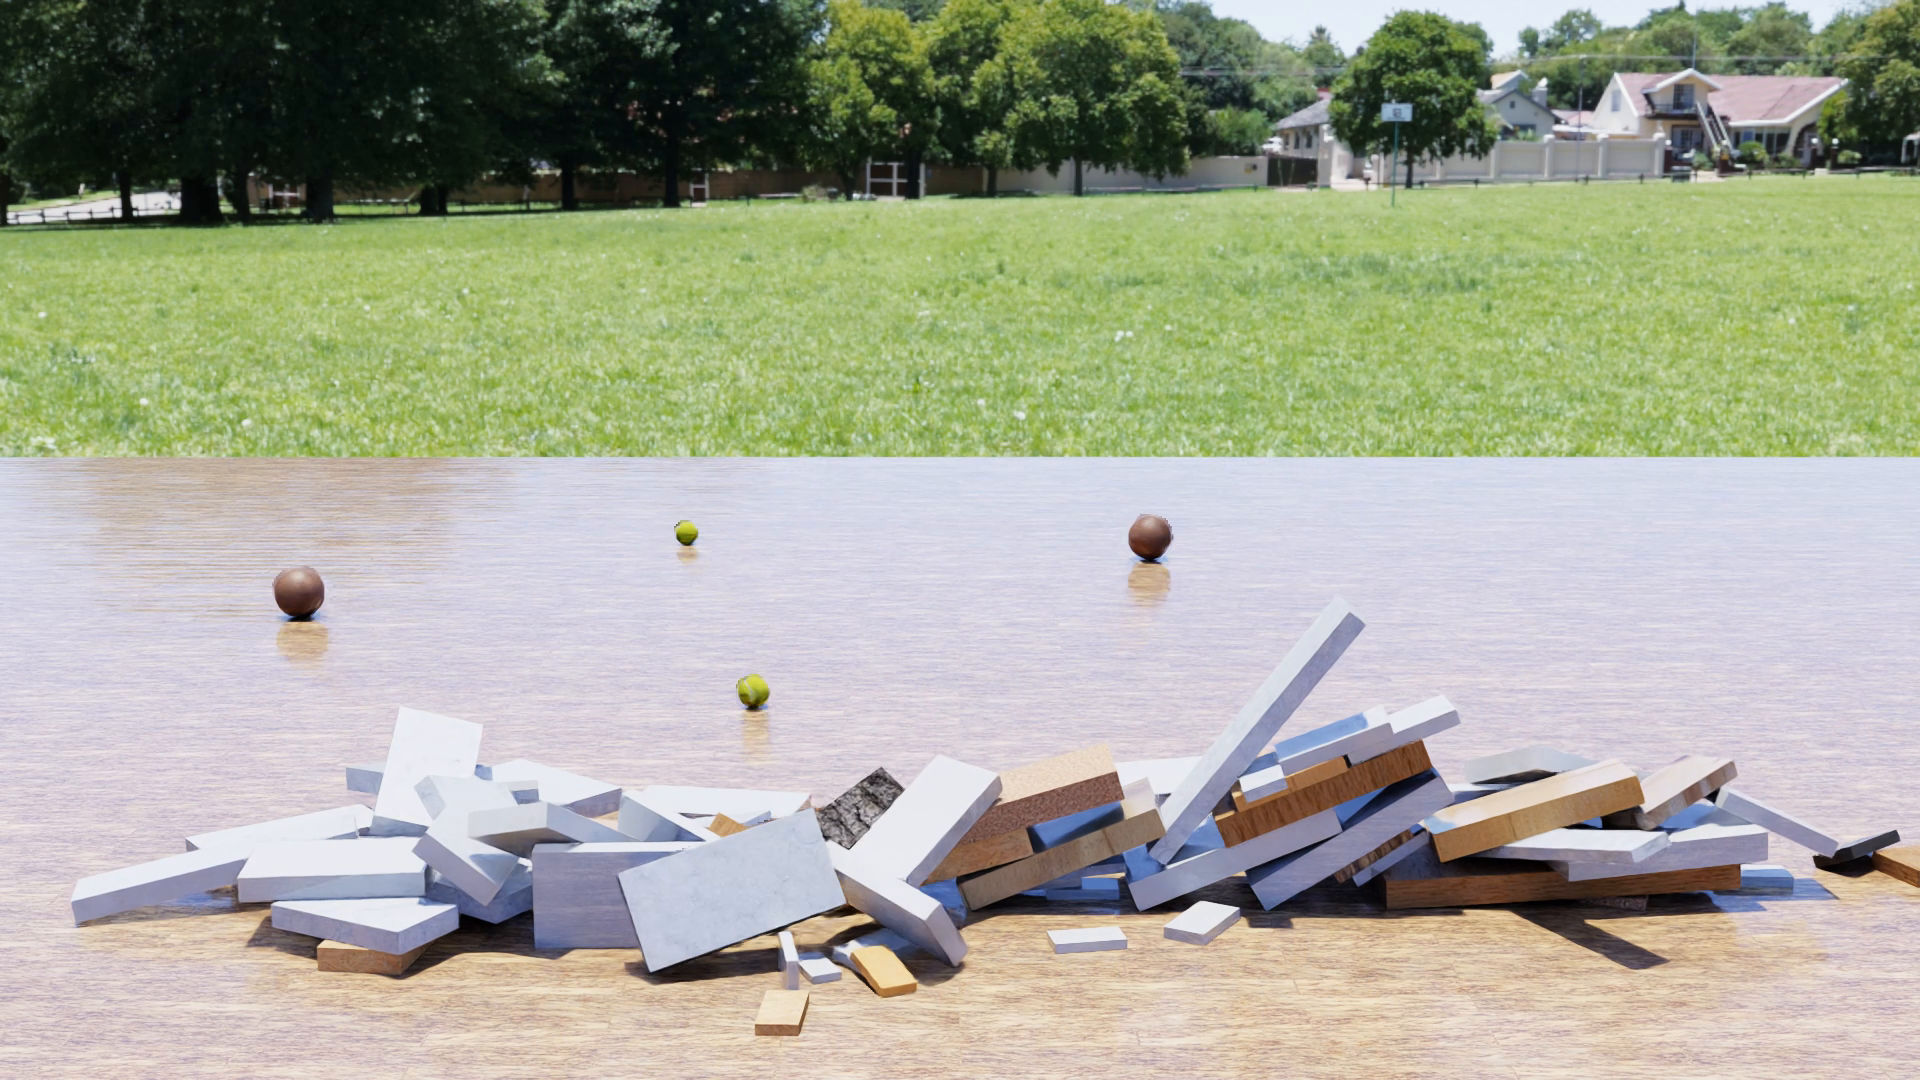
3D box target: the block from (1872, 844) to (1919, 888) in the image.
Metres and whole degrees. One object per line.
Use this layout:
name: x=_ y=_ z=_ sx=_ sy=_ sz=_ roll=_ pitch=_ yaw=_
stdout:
block: x=1.692 y=0.554 z=3.780 sx=0.213 sy=0.030 sz=0.107 roll=-4 pitch=11 yaw=-20

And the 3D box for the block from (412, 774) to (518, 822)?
block: x=-0.815 y=0.463 z=3.713 sx=0.035 sy=0.123 sz=0.247 roll=-39 pitch=-18 yaw=9

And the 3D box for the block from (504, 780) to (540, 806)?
block: x=-0.893 y=0.469 z=3.940 sx=0.273 sy=0.039 sz=0.136 roll=-4 pitch=1 yaw=-11

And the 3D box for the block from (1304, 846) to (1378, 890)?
block: x=0.625 y=0.525 z=3.657 sx=0.146 sy=0.021 sz=0.073 roll=-31 pitch=9 yaw=4

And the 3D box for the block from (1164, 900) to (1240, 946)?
block: x=0.386 y=0.610 z=3.505 sx=0.069 sy=0.020 sz=0.139 roll=6 pitch=12 yaw=30

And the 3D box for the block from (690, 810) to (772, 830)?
block: x=-0.434 y=0.492 z=3.716 sx=0.209 sy=0.030 sz=0.104 roll=-9 pitch=2 yaw=20

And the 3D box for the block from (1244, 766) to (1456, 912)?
block: x=0.636 y=0.476 z=3.653 sx=0.355 sy=0.050 sz=0.178 roll=-31 pitch=9 yaw=5

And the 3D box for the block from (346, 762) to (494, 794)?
block: x=-0.986 y=0.433 z=4.002 sx=0.149 sy=0.042 sz=0.298 roll=-5 pitch=2 yaw=-38

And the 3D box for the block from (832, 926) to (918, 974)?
block: x=-0.130 y=0.630 z=3.382 sx=0.062 sy=0.018 sz=0.124 roll=20 pitch=20 yaw=38

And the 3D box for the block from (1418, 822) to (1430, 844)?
block: x=0.751 y=0.501 z=3.873 sx=0.279 sy=0.040 sz=0.140 roll=3 pitch=22 yaw=-19

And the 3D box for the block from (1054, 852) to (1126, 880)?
block: x=0.213 y=0.541 z=3.657 sx=0.121 sy=0.017 sz=0.060 roll=-6 pitch=10 yaw=0

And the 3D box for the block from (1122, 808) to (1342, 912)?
block: x=0.445 y=0.501 z=3.656 sx=0.355 sy=0.050 sz=0.178 roll=-22 pitch=10 yaw=3

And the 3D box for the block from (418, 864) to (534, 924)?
block: x=-0.807 y=0.550 z=3.563 sx=0.280 sy=0.040 sz=0.140 roll=10 pitch=14 yaw=30

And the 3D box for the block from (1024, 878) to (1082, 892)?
block: x=0.142 y=0.564 z=3.667 sx=0.121 sy=0.017 sz=0.060 roll=-6 pitch=11 yaw=1

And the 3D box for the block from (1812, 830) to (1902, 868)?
block: x=1.555 y=0.535 z=3.814 sx=0.152 sy=0.022 sz=0.076 roll=-8 pitch=-14 yaw=-38

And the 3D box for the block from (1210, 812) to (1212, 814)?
block: x=0.400 y=0.484 z=4.042 sx=0.297 sy=0.042 sz=0.148 roll=-7 pitch=12 yaw=-35

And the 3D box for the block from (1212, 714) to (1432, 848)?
block: x=0.584 y=0.393 z=3.626 sx=0.356 sy=0.050 sz=0.178 roll=-22 pitch=10 yaw=3

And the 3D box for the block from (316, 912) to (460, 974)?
block: x=-0.892 y=0.612 z=3.449 sx=0.131 sy=0.037 sz=0.262 roll=1 pitch=11 yaw=7

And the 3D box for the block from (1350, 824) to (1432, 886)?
block: x=0.709 y=0.520 z=3.663 sx=0.146 sy=0.021 sz=0.073 roll=-32 pitch=9 yaw=-1

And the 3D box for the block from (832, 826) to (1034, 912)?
block: x=-0.054 y=0.519 z=3.653 sx=0.348 sy=0.049 sz=0.174 roll=-16 pitch=10 yaw=3

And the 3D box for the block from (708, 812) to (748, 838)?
block: x=-0.339 y=0.530 z=3.587 sx=0.188 sy=0.094 sz=0.027 roll=26 pitch=-16 yaw=21

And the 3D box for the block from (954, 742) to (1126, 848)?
block: x=0.090 y=0.428 z=3.633 sx=0.348 sy=0.049 sz=0.174 roll=-16 pitch=10 yaw=1

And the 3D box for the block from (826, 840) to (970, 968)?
block: x=-0.105 y=0.558 z=3.387 sx=0.254 sy=0.127 sz=0.036 roll=22 pitch=61 yaw=42

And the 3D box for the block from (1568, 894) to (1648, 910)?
block: x=1.072 y=0.587 z=3.639 sx=0.124 sy=0.018 sz=0.062 roll=4 pitch=11 yaw=22

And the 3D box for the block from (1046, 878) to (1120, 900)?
block: x=0.203 y=0.581 z=3.669 sx=0.121 sy=0.017 sz=0.060 roll=0 pitch=11 yaw=-1

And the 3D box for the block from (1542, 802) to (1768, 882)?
block: x=1.134 y=0.497 z=3.636 sx=0.340 sy=0.048 sz=0.170 roll=-5 pitch=11 yaw=-7

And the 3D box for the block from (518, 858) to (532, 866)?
block: x=-0.834 y=0.564 z=3.702 sx=0.329 sy=0.040 sz=0.140 roll=1 pitch=11 yaw=4

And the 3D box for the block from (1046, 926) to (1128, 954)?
block: x=0.198 y=0.625 z=3.436 sx=0.115 sy=0.016 sz=0.058 roll=-2 pitch=11 yaw=-11

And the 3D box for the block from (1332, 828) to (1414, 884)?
block: x=0.679 y=0.515 z=3.661 sx=0.146 sy=0.021 sz=0.073 roll=-32 pitch=9 yaw=0

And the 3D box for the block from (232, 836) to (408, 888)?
block: x=-1.071 y=0.540 z=3.679 sx=0.280 sy=0.040 sz=0.140 roll=-5 pitch=12 yaw=29

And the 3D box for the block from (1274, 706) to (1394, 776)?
block: x=0.606 y=0.325 z=3.563 sx=0.187 sy=0.027 sz=0.094 roll=-21 pitch=10 yaw=8

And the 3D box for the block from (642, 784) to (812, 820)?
block: x=-0.443 y=0.500 z=4.032 sx=0.311 sy=0.044 sz=0.156 roll=2 pitch=11 yaw=10

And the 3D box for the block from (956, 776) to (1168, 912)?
block: x=0.165 y=0.503 z=3.649 sx=0.348 sy=0.049 sz=0.174 roll=-22 pitch=10 yaw=4

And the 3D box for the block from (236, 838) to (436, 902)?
block: x=-0.982 y=0.522 z=3.490 sx=0.286 sy=0.041 sz=0.143 roll=-1 pitch=15 yaw=-4
